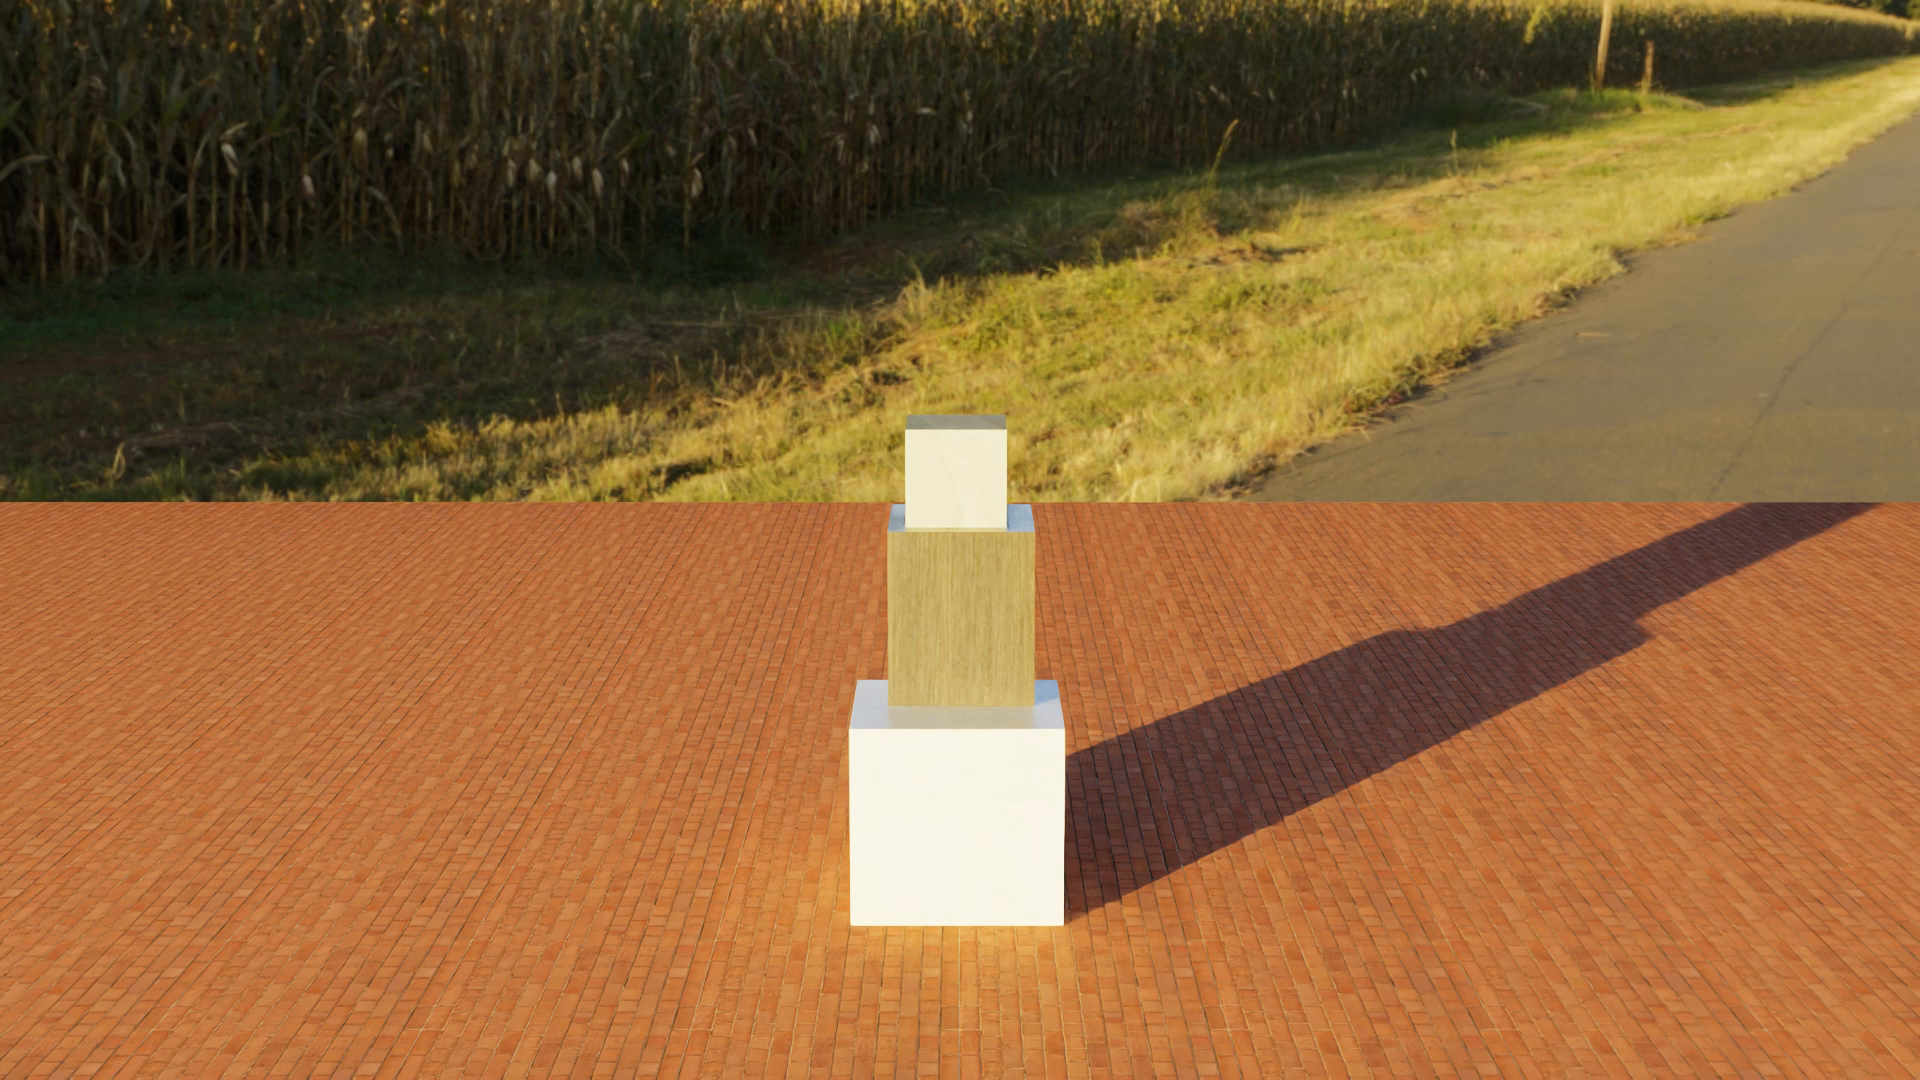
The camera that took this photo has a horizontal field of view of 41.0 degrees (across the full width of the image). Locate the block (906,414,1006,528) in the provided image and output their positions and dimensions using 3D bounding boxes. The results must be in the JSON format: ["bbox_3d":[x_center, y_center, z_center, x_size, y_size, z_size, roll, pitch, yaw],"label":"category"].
[{"bbox_3d":[-0.017,-0.303,11.125,0.429,0.420,0.485,0,10,0],"label":"block"}]

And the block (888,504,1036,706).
[{"bbox_3d":[0.005,0.274,11.230,0.624,0.755,0.701,0,10,0],"label":"block"}]

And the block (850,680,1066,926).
[{"bbox_3d":[-0.012,1.116,11.067,0.889,0.844,0.875,0,10,0],"label":"block"}]
